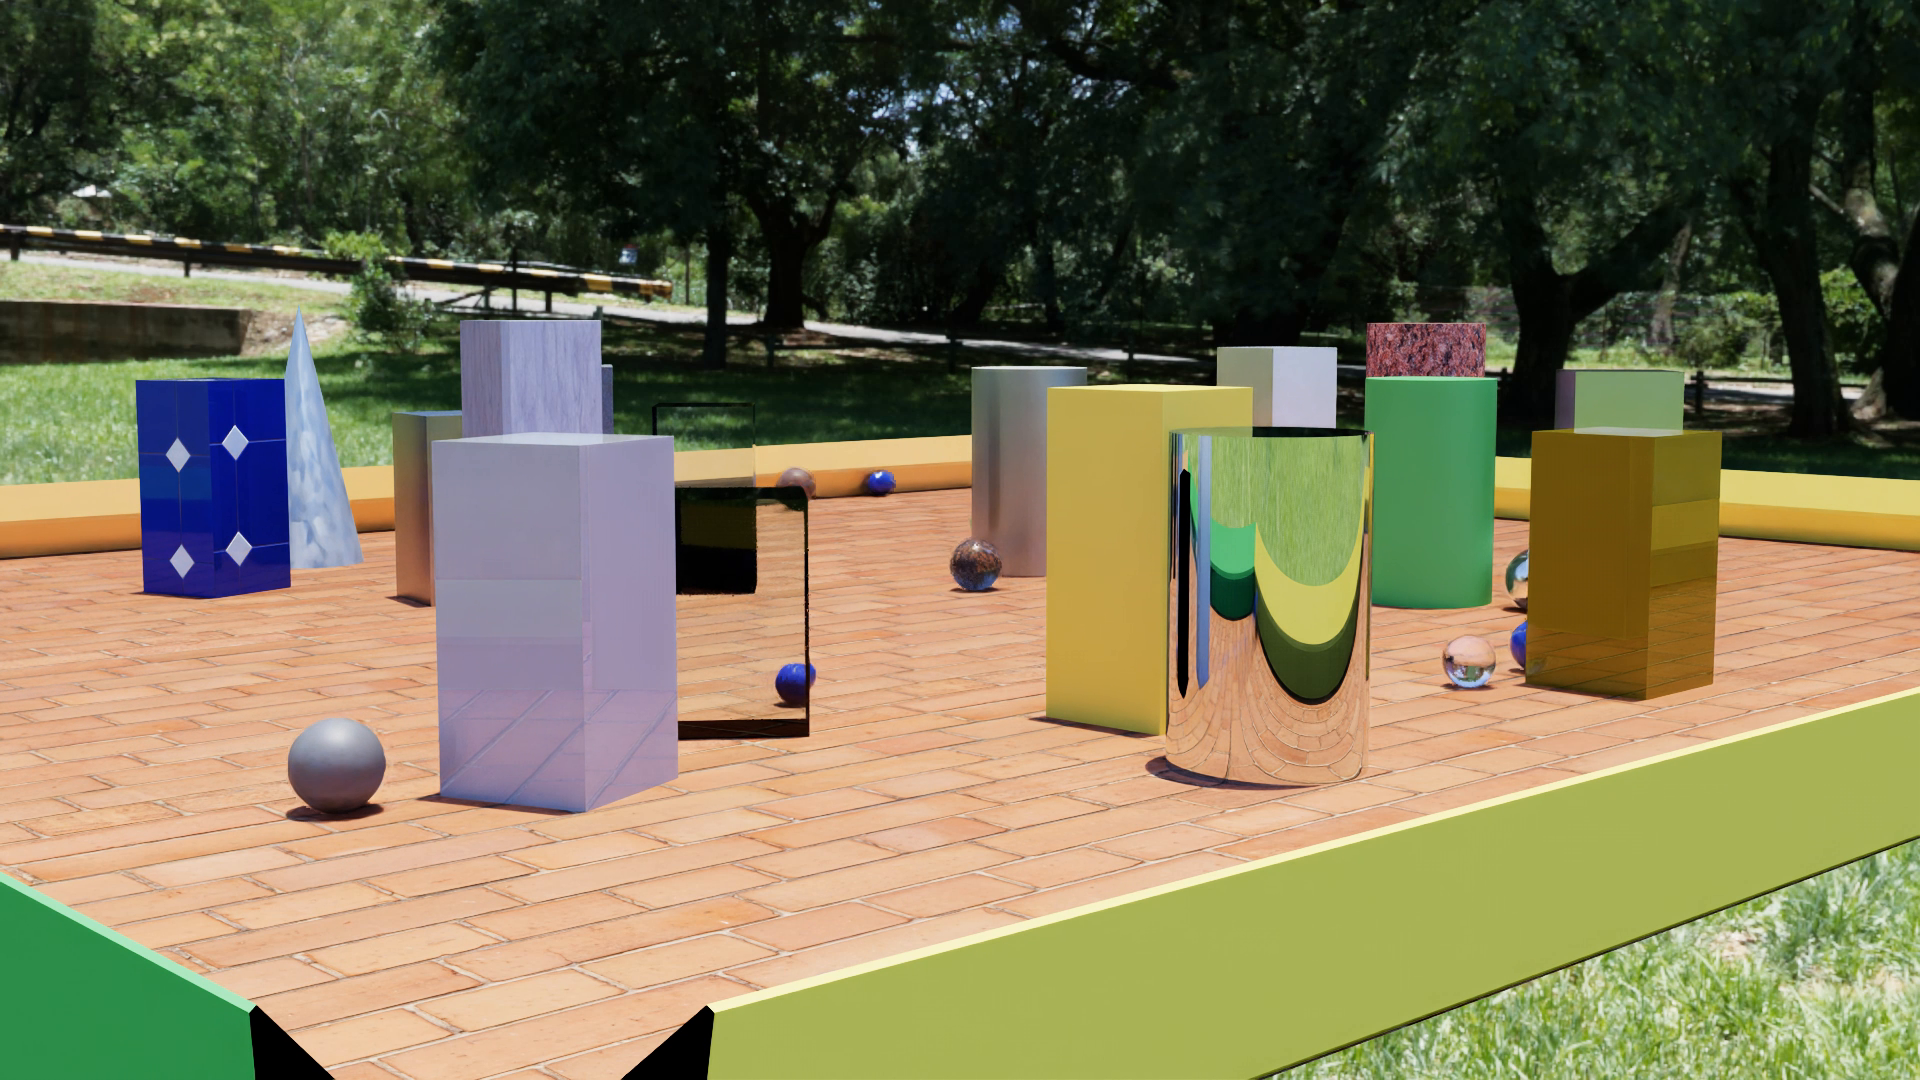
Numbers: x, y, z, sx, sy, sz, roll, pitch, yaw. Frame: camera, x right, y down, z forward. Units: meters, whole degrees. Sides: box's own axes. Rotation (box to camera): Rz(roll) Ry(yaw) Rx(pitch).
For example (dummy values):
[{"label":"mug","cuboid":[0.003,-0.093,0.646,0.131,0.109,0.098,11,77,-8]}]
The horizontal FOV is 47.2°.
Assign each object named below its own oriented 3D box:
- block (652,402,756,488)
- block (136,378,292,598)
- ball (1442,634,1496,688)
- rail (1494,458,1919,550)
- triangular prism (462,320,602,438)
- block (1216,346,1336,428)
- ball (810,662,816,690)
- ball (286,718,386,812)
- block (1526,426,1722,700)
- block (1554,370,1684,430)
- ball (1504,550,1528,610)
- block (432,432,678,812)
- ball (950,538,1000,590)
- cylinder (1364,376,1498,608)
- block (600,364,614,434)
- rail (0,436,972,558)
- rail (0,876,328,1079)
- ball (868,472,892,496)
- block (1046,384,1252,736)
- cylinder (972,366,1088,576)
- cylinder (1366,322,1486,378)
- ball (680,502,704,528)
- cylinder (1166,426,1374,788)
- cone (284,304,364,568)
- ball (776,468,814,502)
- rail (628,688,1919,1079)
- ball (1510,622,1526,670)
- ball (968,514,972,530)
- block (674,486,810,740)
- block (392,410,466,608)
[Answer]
[{"label":"block","cuboid":[-0.413,-0.073,3.573,0.158,0.293,0.158,0,6,-4]},{"label":"block","cuboid":[-1.187,-0.087,3.499,0.158,0.336,0.158,3,7,28]},{"label":"ball","cuboid":[0.603,0.143,2.605,0.063,0.063,0.063,0,6,0]},{"label":"rail","cuboid":[1.322,-0.093,4.546,0.045,0.128,3.285,-5,8,-42]},{"label":"triangular prism","cuboid":[-0.554,-0.054,2.715,0.148,0.432,0.171,4,7,31]},{"label":"block","cuboid":[0.597,-0.176,4.162,0.158,0.375,0.158,-4,7,-34]},{"label":"ball","cuboid":[-0.191,0.157,2.543,0.048,0.048,0.048,0,6,0]},{"label":"ball","cuboid":[-0.555,0.200,1.957,0.085,0.085,0.085,0,6,0]},{"label":"block","cuboid":[0.789,0.022,2.615,0.158,0.302,0.158,-6,8,-44]},{"label":"block","cuboid":[1.000,-0.081,3.356,0.158,0.354,0.158,0,6,5]},{"label":"ball","cuboid":[0.858,0.059,3.269,0.094,0.094,0.094,0,6,0]},{"label":"block","cuboid":[-0.373,0.069,2.044,0.158,0.327,0.158,3,7,24]},{"label":"ball","cuboid":[0.024,0.039,3.510,0.082,0.082,0.082,0,6,0]},{"label":"cylinder","cuboid":[0.719,-0.077,3.376,0.198,0.341,0.198,0,6,0]},{"label":"block","cuboid":[-0.659,-0.114,3.677,0.158,0.352,0.158,-1,6,-9]},{"label":"rail","cuboid":[-1.098,-0.090,4.515,3.646,0.128,0.045,-5,8,-42]},{"label":"rail","cuboid":[-1.322,0.160,2.118,0.045,0.128,3.285,-5,8,-42]},{"label":"ball","cuboid":[-0.191,-0.136,5.298,0.059,0.059,0.059,0,6,0]},{"label":"block","cuboid":[0.206,0.014,2.403,0.158,0.361,0.158,6,8,43]},{"label":"cylinder","cuboid":[0.118,-0.121,3.770,0.198,0.347,0.198,0,6,0]},{"label":"cylinder","cuboid":[0.789,-0.157,3.744,0.198,0.423,0.198,0,6,0]},{"label":"ball","cuboid":[-0.553,-0.051,4.530,0.051,0.051,0.051,0,6,0]},{"label":"cylinder","cuboid":[0.301,0.058,2.142,0.198,0.328,0.198,0,6,0]},{"label":"cone","cuboid":[-1.158,-0.187,3.875,0.198,0.457,0.198,0,6,0]},{"label":"ball","cuboid":[-0.374,-0.119,4.993,0.089,0.089,0.089,0,6,0]},{"label":"rail","cuboid":[1.098,0.157,2.148,3.646,0.128,0.045,-5,8,-42]},{"label":"ball","cuboid":[0.712,0.130,2.717,0.065,0.065,0.065,0,6,0]},{"label":"ball","cuboid":[0.048,-0.035,4.317,0.061,0.061,0.061,0,6,0]},{"label":"block","cuboid":[-0.245,0.074,2.361,0.158,0.250,0.158,-1,6,-6]},{"label":"block","cuboid":[-0.773,-0.053,3.406,0.158,0.287,0.158,-4,7,-33]}]
